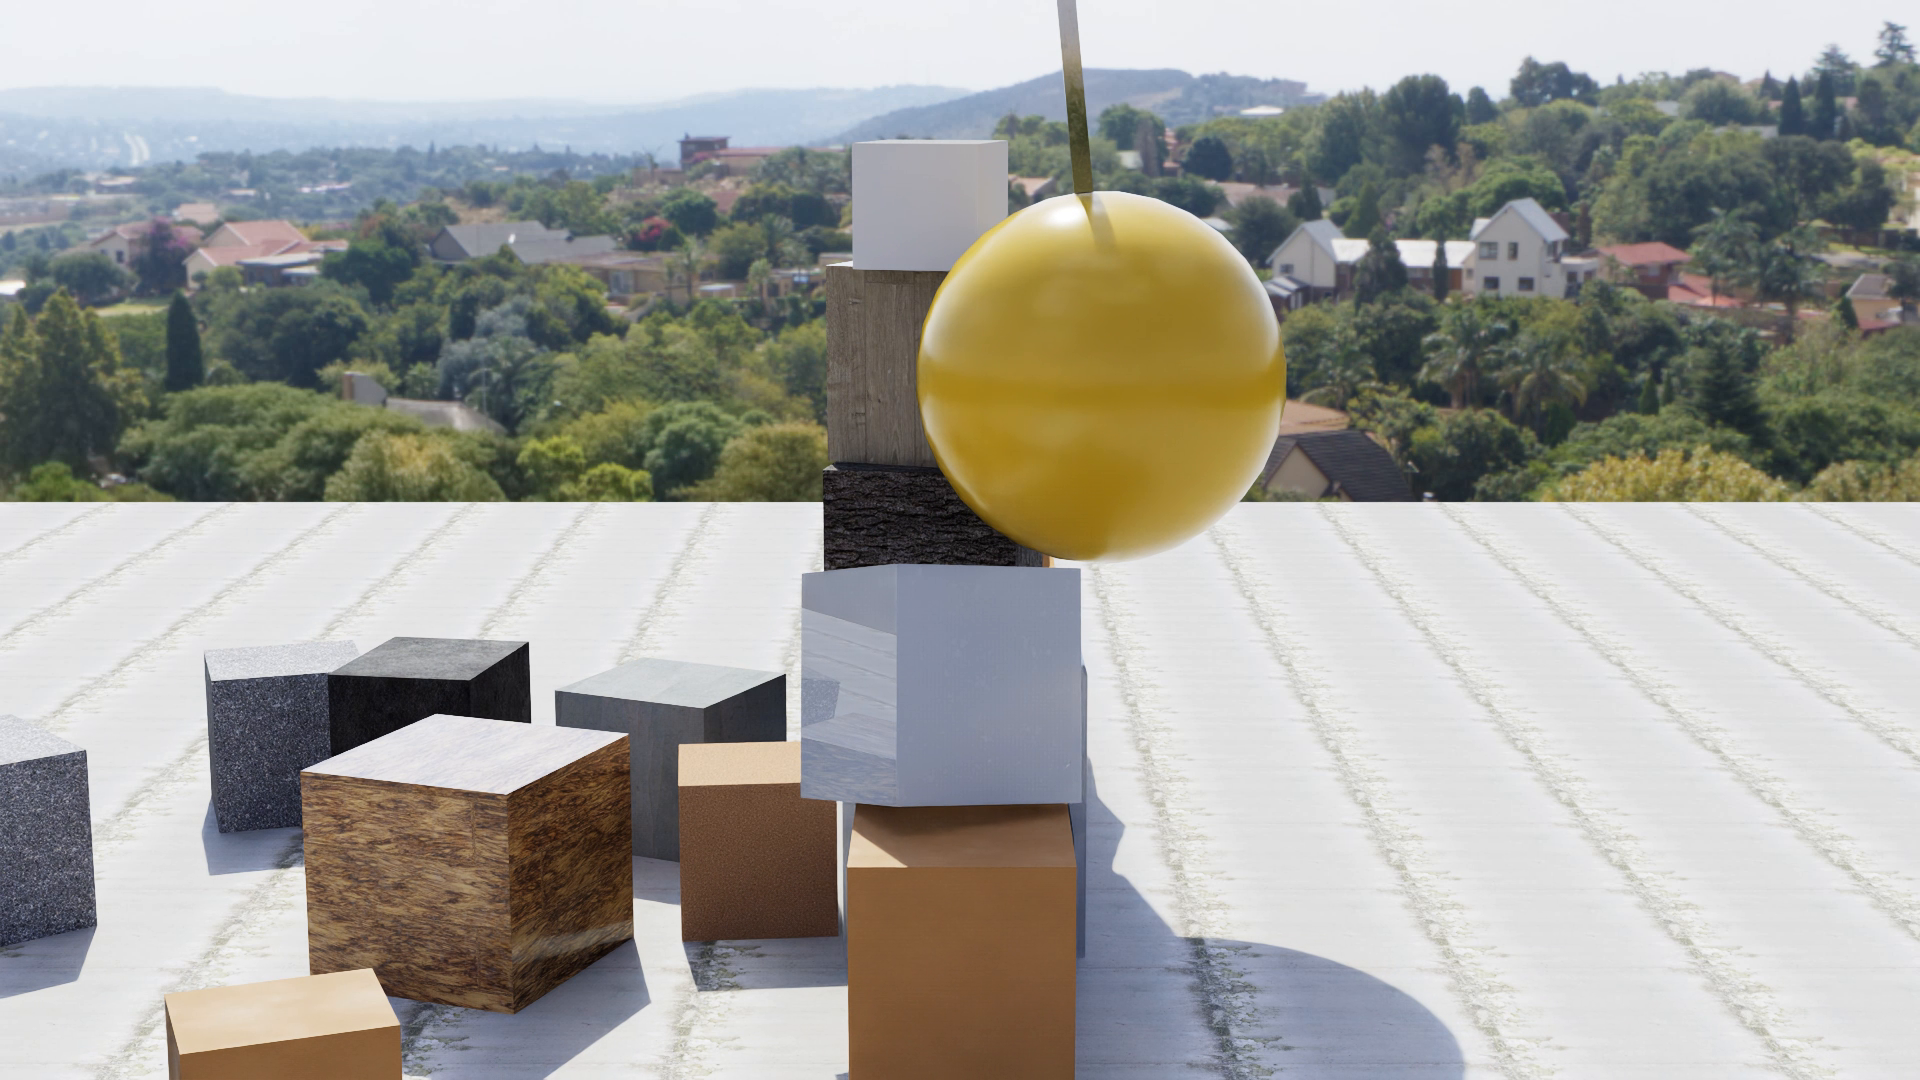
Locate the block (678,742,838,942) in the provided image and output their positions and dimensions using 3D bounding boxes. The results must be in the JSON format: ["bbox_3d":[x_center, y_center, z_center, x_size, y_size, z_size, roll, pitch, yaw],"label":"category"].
[{"bbox_3d":[-0.856,1.257,10.807,0.642,0.660,0.657,-1,10,-6],"label":"block"}]

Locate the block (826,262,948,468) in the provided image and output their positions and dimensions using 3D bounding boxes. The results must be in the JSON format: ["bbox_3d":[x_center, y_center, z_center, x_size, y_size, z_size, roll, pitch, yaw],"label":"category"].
[{"bbox_3d":[-0.109,-0.870,12.249,0.759,0.918,0.858,4,11,22],"label":"block"}]

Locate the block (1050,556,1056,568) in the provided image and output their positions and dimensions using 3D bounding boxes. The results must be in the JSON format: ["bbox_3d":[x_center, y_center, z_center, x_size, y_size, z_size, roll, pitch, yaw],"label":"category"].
[{"bbox_3d":[-0.019,0.595,13.611,1.034,0.960,0.896,0,10,0],"label":"block"}]

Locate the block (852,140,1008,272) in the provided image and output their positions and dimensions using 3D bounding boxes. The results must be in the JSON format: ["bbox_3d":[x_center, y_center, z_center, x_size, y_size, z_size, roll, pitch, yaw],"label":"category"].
[{"bbox_3d":[-0.131,-1.553,11.856,0.585,0.568,0.622,2,11,13],"label":"block"}]

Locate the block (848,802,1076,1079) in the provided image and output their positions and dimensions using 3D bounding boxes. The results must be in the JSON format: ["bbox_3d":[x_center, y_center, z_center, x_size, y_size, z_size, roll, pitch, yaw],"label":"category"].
[{"bbox_3d":[0.006,1.460,9.075,0.770,0.881,0.798,0,10,0],"label":"block"}]

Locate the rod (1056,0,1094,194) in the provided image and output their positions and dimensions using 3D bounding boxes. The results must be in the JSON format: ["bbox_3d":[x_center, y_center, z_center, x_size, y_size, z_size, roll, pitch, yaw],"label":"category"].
[{"bbox_3d":[0.263,-4.026,10.448,0.080,5.200,0.080,-6,10,1],"label":"rod"}]

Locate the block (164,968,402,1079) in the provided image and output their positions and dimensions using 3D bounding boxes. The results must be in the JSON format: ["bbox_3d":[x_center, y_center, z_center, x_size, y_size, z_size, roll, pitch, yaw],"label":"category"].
[{"bbox_3d":[-2.154,1.774,8.181,0.661,0.583,0.556,-4,11,-21],"label":"block"}]

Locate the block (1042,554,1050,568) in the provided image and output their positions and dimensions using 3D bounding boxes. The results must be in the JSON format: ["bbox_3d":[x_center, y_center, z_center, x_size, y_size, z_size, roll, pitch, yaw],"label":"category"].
[{"bbox_3d":[-0.006,-0.165,13.024,0.824,0.725,0.822,1,9,10],"label":"block"}]

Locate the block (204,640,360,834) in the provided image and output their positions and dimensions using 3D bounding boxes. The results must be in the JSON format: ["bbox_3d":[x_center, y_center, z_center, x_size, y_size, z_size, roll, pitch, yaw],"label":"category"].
[{"bbox_3d":[-3.242,0.934,12.379,0.712,0.733,0.685,-4,11,-19],"label":"block"}]

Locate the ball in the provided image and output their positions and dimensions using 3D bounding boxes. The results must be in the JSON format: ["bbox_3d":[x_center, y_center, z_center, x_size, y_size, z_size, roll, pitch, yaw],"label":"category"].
[{"bbox_3d":[0.606,-0.698,11.053,1.600,1.600,1.600,0,10,0],"label":"ball"}]

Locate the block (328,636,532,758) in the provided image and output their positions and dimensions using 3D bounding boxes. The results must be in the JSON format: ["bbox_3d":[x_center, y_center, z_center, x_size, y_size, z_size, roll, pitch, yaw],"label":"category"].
[{"bbox_3d":[-2.470,0.950,12.054,0.676,0.817,0.814,2,10,9],"label":"block"}]

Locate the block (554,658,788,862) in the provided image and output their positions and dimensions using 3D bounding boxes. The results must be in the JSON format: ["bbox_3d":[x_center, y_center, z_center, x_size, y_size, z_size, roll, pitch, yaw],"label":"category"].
[{"bbox_3d":[-1.334,1.015,11.945,0.790,0.730,0.750,5,11,25],"label":"block"}]

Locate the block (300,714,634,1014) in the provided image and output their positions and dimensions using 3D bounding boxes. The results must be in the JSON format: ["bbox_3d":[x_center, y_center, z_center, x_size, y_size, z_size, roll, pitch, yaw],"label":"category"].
[{"bbox_3d":[-1.940,1.261,10.217,0.911,0.863,0.954,4,11,21],"label":"block"}]

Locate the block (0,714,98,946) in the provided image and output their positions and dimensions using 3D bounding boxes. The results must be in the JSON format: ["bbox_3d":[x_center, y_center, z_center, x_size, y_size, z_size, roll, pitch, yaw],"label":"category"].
[{"bbox_3d":[-4.169,1.231,10.683,0.801,0.757,0.807,-9,14,-41],"label":"block"}]

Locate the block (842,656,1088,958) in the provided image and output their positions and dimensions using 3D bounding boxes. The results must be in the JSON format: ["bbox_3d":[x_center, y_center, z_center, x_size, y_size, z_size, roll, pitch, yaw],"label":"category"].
[{"bbox_3d":[0.012,1.012,10.732,0.972,1.168,1.058,0,10,-1],"label":"block"}]

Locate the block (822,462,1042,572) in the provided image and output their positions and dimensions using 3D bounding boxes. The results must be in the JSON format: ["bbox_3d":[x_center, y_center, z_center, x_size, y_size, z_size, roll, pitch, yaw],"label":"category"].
[{"bbox_3d":[-0.113,-0.020,12.193,0.901,0.734,0.825,2,11,10],"label":"block"}]

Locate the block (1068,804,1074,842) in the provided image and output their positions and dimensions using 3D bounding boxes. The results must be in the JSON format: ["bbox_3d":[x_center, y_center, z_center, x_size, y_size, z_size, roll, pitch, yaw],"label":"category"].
[{"bbox_3d":[0.014,1.390,9.863,0.810,0.736,0.762,0,10,0],"label":"block"}]

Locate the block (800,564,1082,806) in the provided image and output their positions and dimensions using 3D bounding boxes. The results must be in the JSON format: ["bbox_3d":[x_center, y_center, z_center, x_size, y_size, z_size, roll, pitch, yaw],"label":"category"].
[{"bbox_3d":[-0.081,0.537,9.483,0.737,0.846,0.851,2,-4,-26],"label":"block"}]
